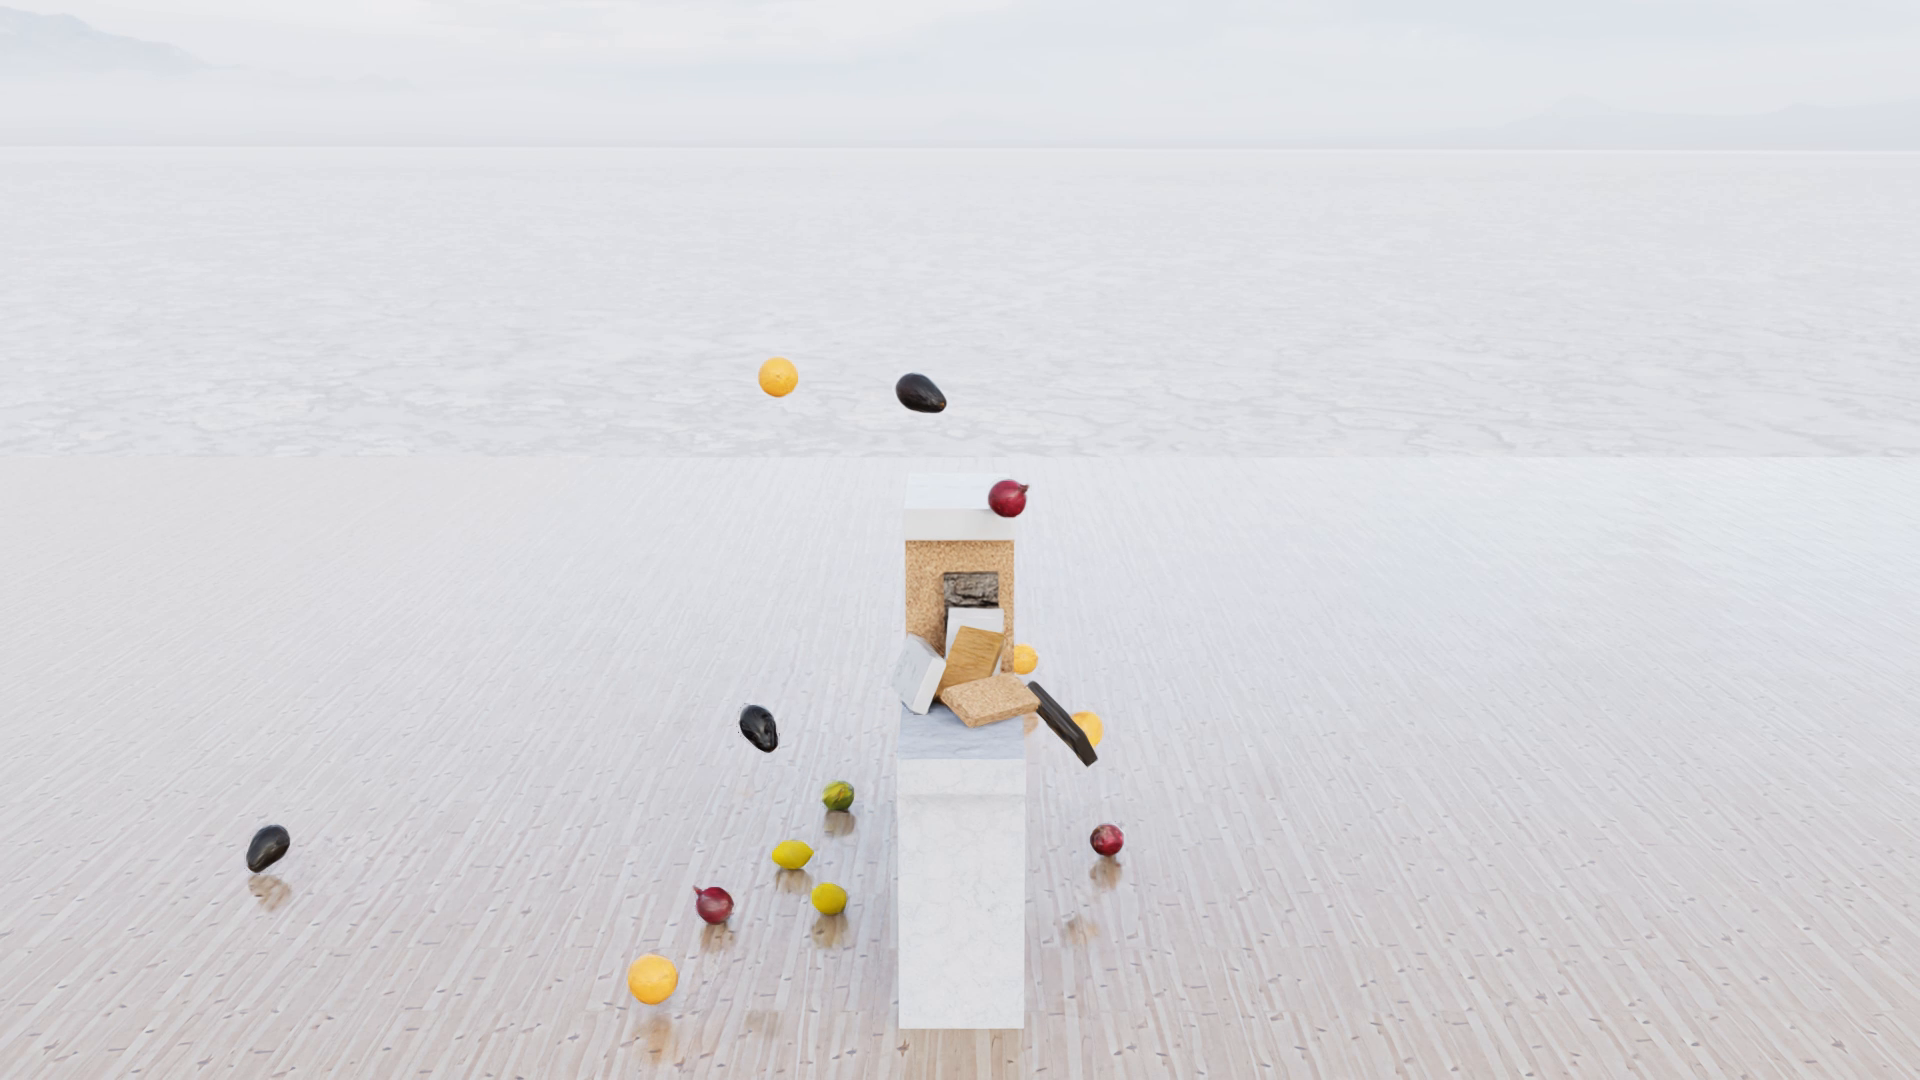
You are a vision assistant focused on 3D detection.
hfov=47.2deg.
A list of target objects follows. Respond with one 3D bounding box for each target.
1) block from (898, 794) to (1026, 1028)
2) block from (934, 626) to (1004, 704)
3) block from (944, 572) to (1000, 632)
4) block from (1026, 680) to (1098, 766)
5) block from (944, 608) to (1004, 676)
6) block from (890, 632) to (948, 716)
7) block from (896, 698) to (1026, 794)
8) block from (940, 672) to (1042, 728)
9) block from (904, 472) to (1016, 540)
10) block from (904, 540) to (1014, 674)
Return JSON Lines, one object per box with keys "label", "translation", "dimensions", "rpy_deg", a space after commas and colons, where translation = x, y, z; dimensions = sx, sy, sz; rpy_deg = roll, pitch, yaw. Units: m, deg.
{"label": "block", "translation": [0.002, 0.513, 3.110], "dimensions": [0.177, 0.355, 0.050], "rpy_deg": [0, 11, 0]}
{"label": "block", "translation": [0.014, 0.192, 3.304], "dimensions": [0.070, 0.020, 0.140], "rpy_deg": [10, 49, 14]}
{"label": "block", "translation": [0.022, 0.260, 3.456], "dimensions": [0.085, 0.424, 0.024], "rpy_deg": [-1, 11, 1]}
{"label": "block", "translation": [0.151, 0.274, 3.293], "dimensions": [0.020, 0.070, 0.140], "rpy_deg": [-36, 46, -9]}
{"label": "block", "translation": [0.020, 0.177, 3.348], "dimensions": [0.085, 0.024, 0.169], "rpy_deg": [1, 47, 5]}
{"label": "block", "translation": [-0.064, 0.200, 3.311], "dimensions": [0.024, 0.085, 0.169], "rpy_deg": [21, 5, -16]}
{"label": "block", "translation": [0.002, 0.293, 3.189], "dimensions": [0.177, 0.050, 0.355], "rpy_deg": [0, 11, 0]}
{"label": "block", "translation": [0.046, 0.234, 3.226], "dimensions": [0.140, 0.020, 0.070], "rpy_deg": [-10, 44, -44]}
{"label": "block", "translation": [-0.001, -0.056, 3.534], "dimensions": [0.170, 0.048, 0.340], "rpy_deg": [0, 11, 0]}
{"label": "block", "translation": [0.000, 0.153, 3.476], "dimensions": [0.170, 0.340, 0.048], "rpy_deg": [0, 12, 1]}
